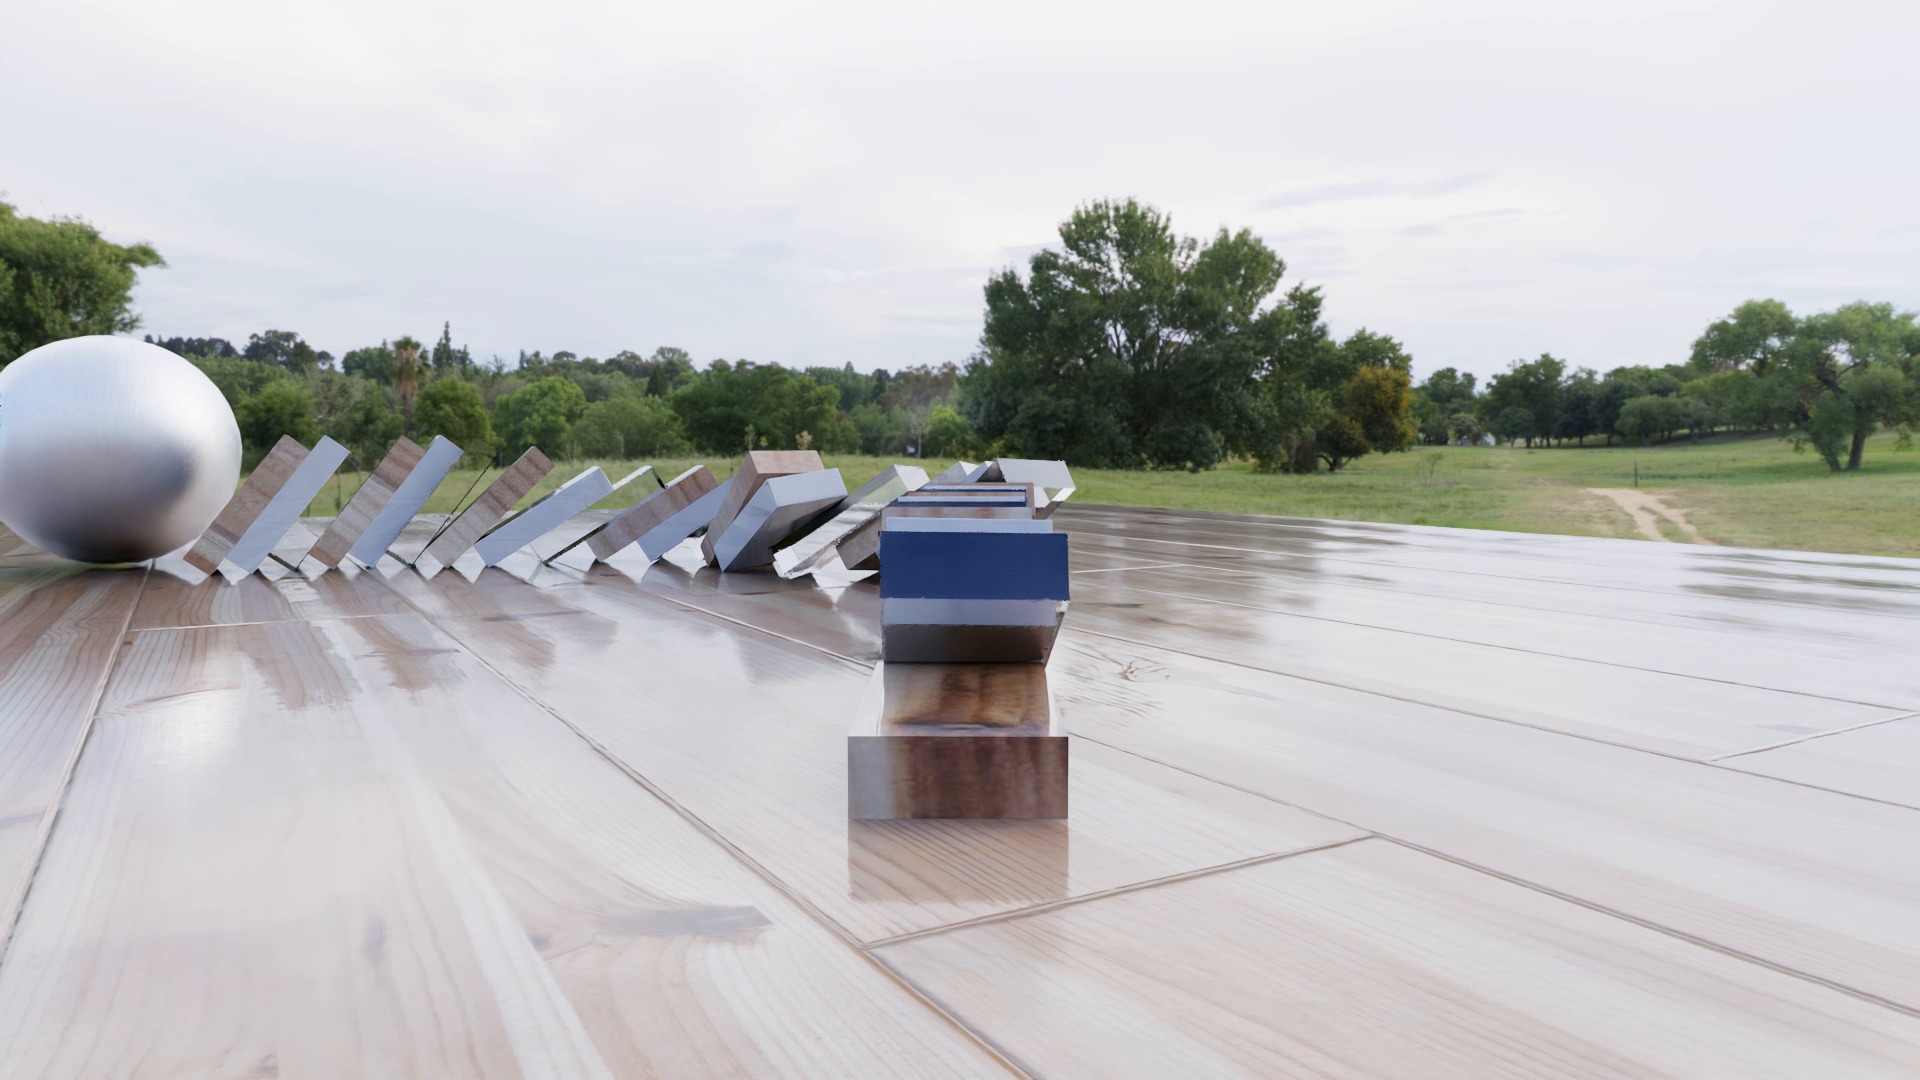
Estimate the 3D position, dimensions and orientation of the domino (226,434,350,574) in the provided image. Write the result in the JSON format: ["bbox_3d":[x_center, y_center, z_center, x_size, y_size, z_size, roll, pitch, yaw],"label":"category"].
[{"bbox_3d":[-0.226,-0.013,0.433,0.009,0.050,0.025,39,-12,-22],"label":"domino"}]

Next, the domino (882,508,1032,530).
[{"bbox_3d":[0.000,0.009,0.235,0.025,0.010,0.050,0,-24,1],"label":"domino"}]

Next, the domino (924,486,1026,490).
[{"bbox_3d":[0.004,0.001,0.335,0.025,0.009,0.050,0,-24,1],"label":"domino"}]

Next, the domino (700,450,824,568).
[{"bbox_3d":[-0.067,-0.010,0.434,0.025,0.010,0.050,-3,-36,-37],"label":"domino"}]

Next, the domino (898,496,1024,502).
[{"bbox_3d":[0.000,0.006,0.275,0.025,0.010,0.050,0,-24,1],"label":"domino"}]

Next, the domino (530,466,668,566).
[{"bbox_3d":[-0.132,-0.009,0.464,0.050,0.010,0.025,-34,15,-15],"label":"domino"}]

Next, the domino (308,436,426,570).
[{"bbox_3d":[-0.206,-0.014,0.447,0.009,0.050,0.025,39,-12,-22],"label":"domino"}]

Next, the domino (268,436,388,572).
[{"bbox_3d":[-0.216,-0.013,0.440,0.009,0.050,0.025,39,-12,-22],"label":"domino"}]

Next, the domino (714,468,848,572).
[{"bbox_3d":[-0.059,-0.006,0.414,0.025,0.010,0.050,-12,-18,-35],"label":"domino"}]

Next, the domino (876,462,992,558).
[{"bbox_3d":[0.000,-0.006,0.398,0.050,0.009,0.025,-38,-21,31],"label":"domino"}]

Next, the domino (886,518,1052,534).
[{"bbox_3d":[0.001,0.011,0.214,0.025,0.009,0.050,1,-23,-1],"label":"domino"}]

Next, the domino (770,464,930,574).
[{"bbox_3d":[-0.034,-0.007,0.414,0.050,0.010,0.025,-33,-9,17],"label":"domino"}]

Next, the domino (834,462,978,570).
[{"bbox_3d":[-0.013,-0.007,0.412,0.050,0.010,0.025,-33,-13,18],"label":"domino"}]

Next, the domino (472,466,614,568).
[{"bbox_3d":[-0.148,-0.009,0.457,0.050,0.009,0.025,-34,15,-15],"label":"domino"}]

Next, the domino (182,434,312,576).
[{"bbox_3d":[-0.237,-0.012,0.428,0.010,0.050,0.025,39,-12,-22],"label":"domino"}]

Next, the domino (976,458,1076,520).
[{"bbox_3d":[0.009,-0.005,0.380,0.025,0.010,0.050,0,-33,-36],"label":"domino"}]

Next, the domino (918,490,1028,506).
[{"bbox_3d":[0.003,0.003,0.315,0.025,0.010,0.050,0,-24,1],"label":"domino"}]

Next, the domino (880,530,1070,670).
[{"bbox_3d":[0.001,0.013,0.193,0.025,0.010,0.050,1,-22,-2],"label":"domino"}]

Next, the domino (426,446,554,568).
[{"bbox_3d":[-0.165,-0.012,0.451,0.050,0.009,0.025,-47,18,-12],"label":"domino"}]

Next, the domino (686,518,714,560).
[{"bbox_3d":[-0.072,-0.011,0.461,0.050,0.009,0.025,-34,-5,9],"label":"domino"}]

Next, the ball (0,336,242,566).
[{"bbox_3d":[-0.297,-0.031,0.449,0.080,0.080,0.080,0,4,0],"label":"ball"}]

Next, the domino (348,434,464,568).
[{"bbox_3d":[-0.195,-0.014,0.452,0.009,0.050,0.025,39,-12,-22],"label":"domino"}]

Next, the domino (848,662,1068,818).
[{"bbox_3d":[0.000,0.025,0.170,0.025,0.010,0.050,0,4,0],"label":"domino"}]

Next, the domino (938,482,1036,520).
[{"bbox_3d":[0.005,0.000,0.356,0.025,0.010,0.050,0,-25,-4],"label":"domino"}]

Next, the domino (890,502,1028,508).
[{"bbox_3d":[0.000,0.007,0.255,0.025,0.009,0.050,0,-24,1],"label":"domino"}]

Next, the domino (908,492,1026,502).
[{"bbox_3d":[0.002,0.004,0.295,0.025,0.010,0.050,0,-24,1],"label":"domino"}]

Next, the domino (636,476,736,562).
[{"bbox_3d":[-0.092,-0.010,0.468,0.050,0.009,0.025,-33,5,-1],"label":"domino"}]

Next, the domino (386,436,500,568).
[{"bbox_3d":[-0.181,-0.014,0.451,0.009,0.050,0.025,38,-10,-19],"label":"domino"}]

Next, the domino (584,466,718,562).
[{"bbox_3d":[-0.114,-0.010,0.471,0.050,0.010,0.025,-34,13,-15],"label":"domino"}]
